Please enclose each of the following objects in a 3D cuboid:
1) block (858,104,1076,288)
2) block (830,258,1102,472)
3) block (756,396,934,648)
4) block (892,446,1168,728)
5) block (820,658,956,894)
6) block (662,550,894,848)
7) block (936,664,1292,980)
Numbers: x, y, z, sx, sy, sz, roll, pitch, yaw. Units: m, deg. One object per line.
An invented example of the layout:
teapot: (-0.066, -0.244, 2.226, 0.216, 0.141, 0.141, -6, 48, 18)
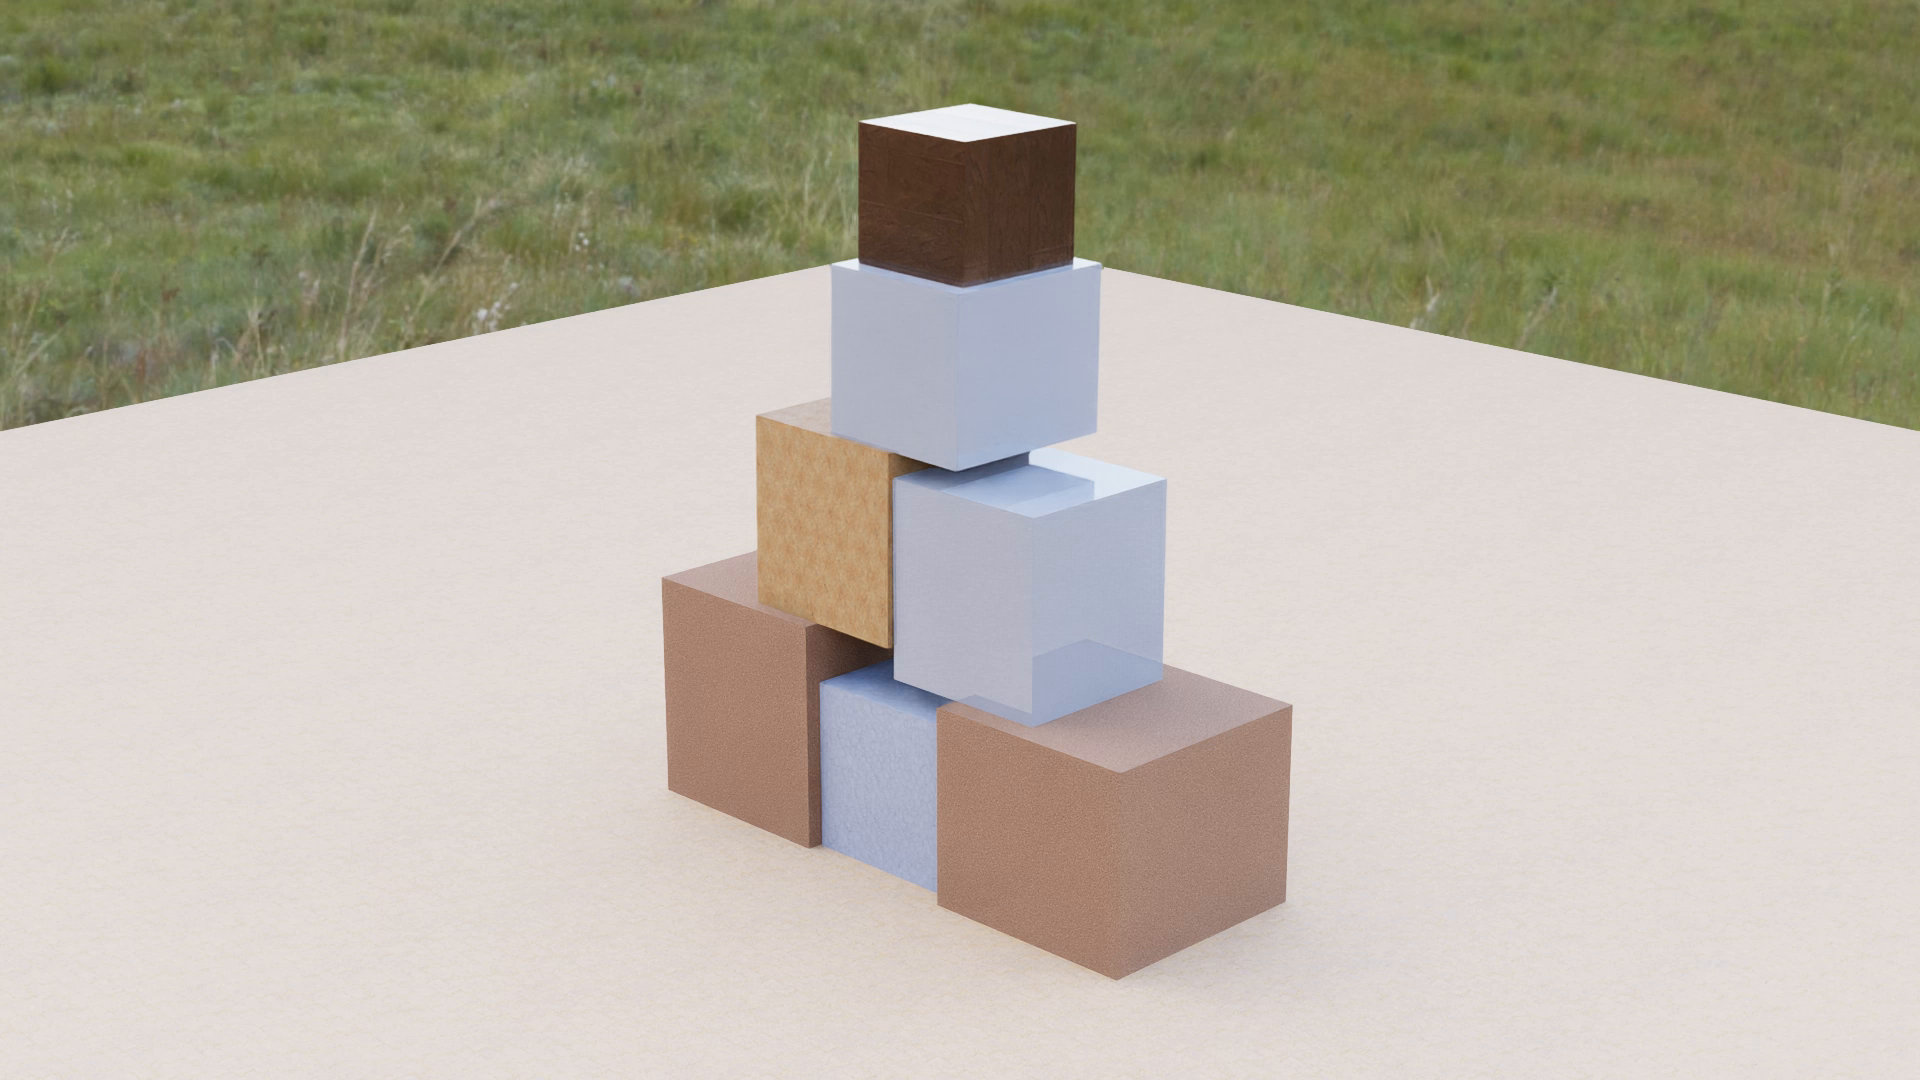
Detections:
block: (0.030, -1.519, 12.852, 0.688, 0.628, 0.653, -17, 25, -42)
block: (0.024, -0.851, 13.072, 0.896, 0.780, 0.794, -17, 25, -42)
block: (-0.310, -0.140, 13.607, 0.908, 0.909, 0.881, -17, 25, -42)
block: (0.308, 0.177, 13.059, 0.852, 0.943, 0.859, -17, 24, -42)
block: (-0.026, 1.039, 13.678, 0.911, 0.815, 0.852, -17, 24, -42)
block: (-0.678, 0.696, 14.298, 1.114, 1.099, 1.032, -17, 24, -42)
block: (0.681, 1.180, 13.015, 1.133, 0.944, 1.082, -17, 24, -42)
